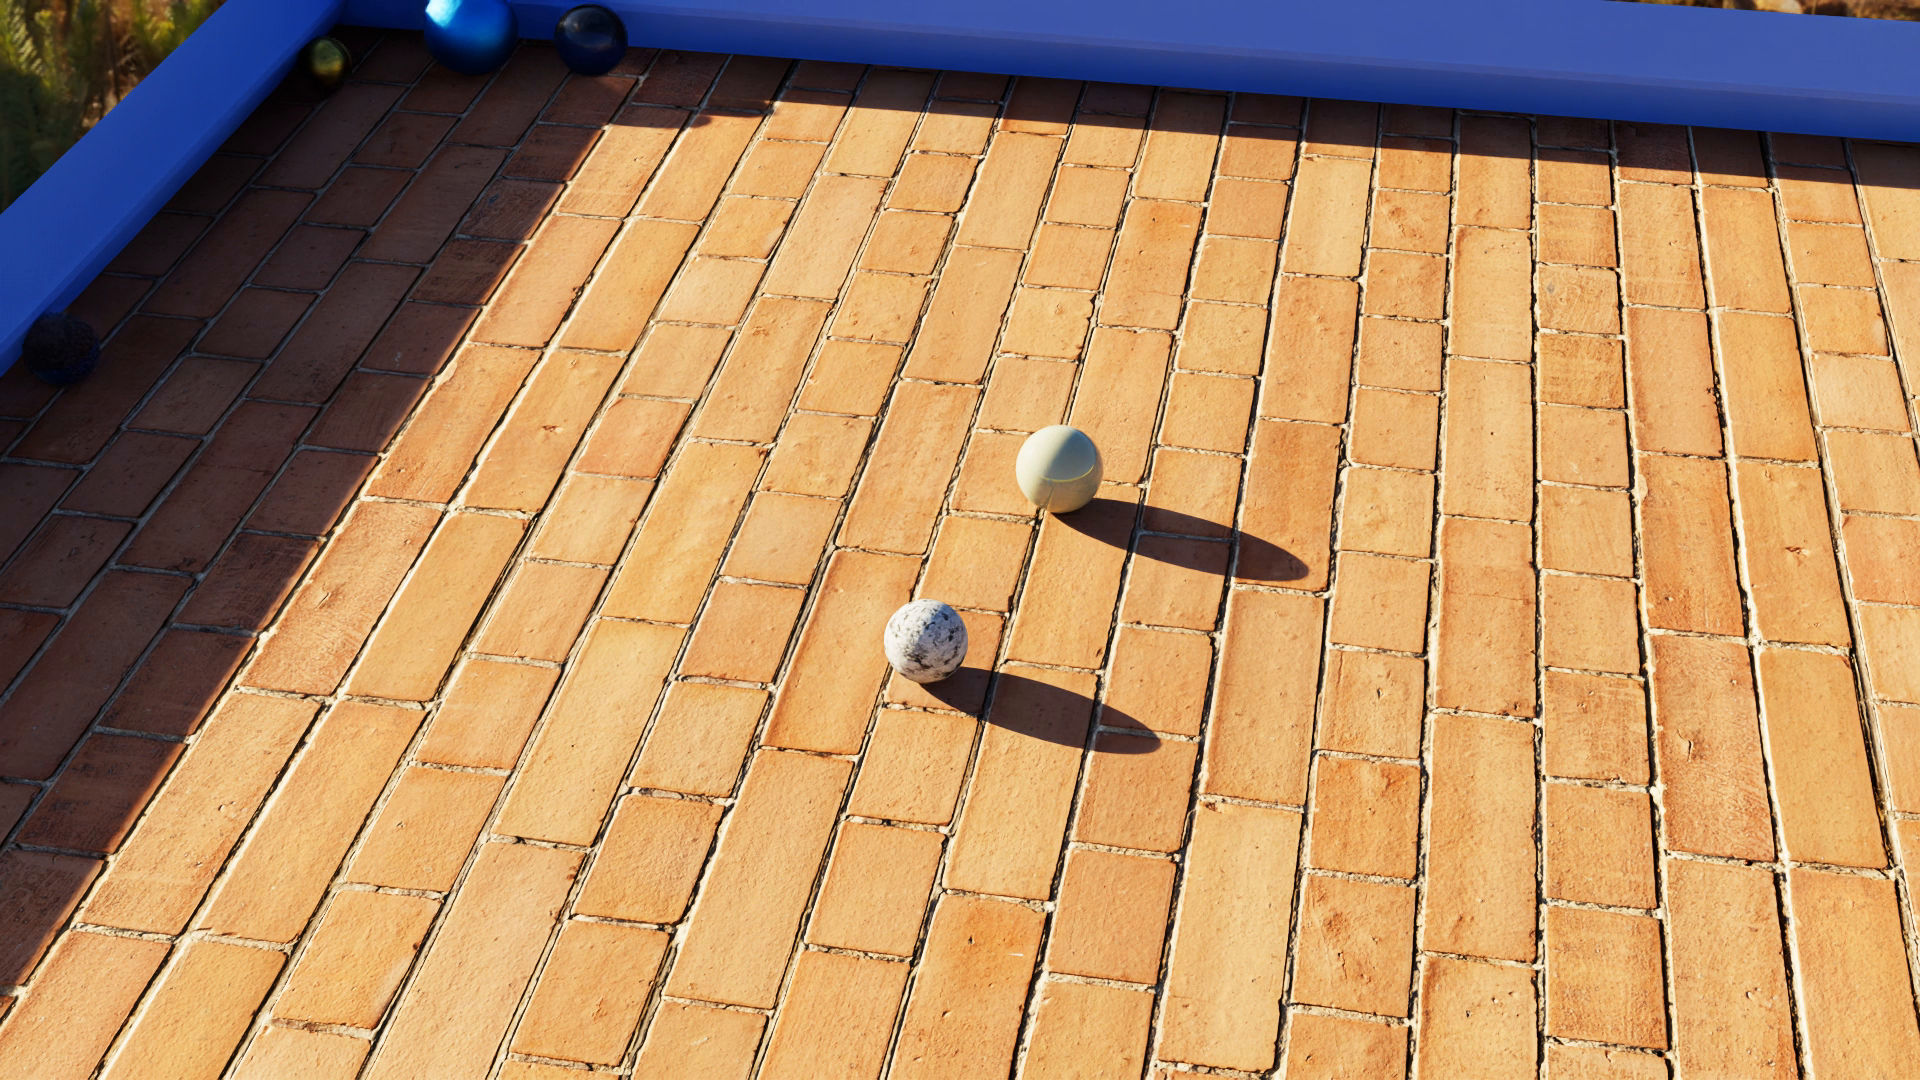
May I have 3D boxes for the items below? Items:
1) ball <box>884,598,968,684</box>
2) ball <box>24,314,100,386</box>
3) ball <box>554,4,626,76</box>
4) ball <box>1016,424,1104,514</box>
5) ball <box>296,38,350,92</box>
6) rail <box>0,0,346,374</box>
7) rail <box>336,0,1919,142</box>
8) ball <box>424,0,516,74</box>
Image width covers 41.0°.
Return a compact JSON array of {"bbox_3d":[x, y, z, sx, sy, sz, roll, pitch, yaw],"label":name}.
[{"bbox_3d":[-0.024,0.072,1.833,0.060,0.060,0.060,0,34,0],"label":"ball"},{"bbox_3d":[-0.760,-0.162,2.173,0.061,0.061,0.061,0,34,0],"label":"ball"},{"bbox_3d":[-0.388,-0.524,2.689,0.075,0.075,0.075,0,34,0],"label":"ball"},{"bbox_3d":[0.078,-0.056,2.011,0.069,0.069,0.069,0,34,0],"label":"ball"},{"bbox_3d":[-0.660,-0.493,2.662,0.054,0.054,0.054,0,34,0],"label":"ball"},{"bbox_3d":[-0.825,-0.109,2.038,0.045,0.125,1.828,6,35,8],"label":"rail"},{"bbox_3d":[1.006,-0.434,2.511,3.449,0.125,0.045,6,35,8],"label":"rail"},{"bbox_3d":[-0.513,-0.537,2.688,0.096,0.096,0.096,0,34,0],"label":"ball"}]
